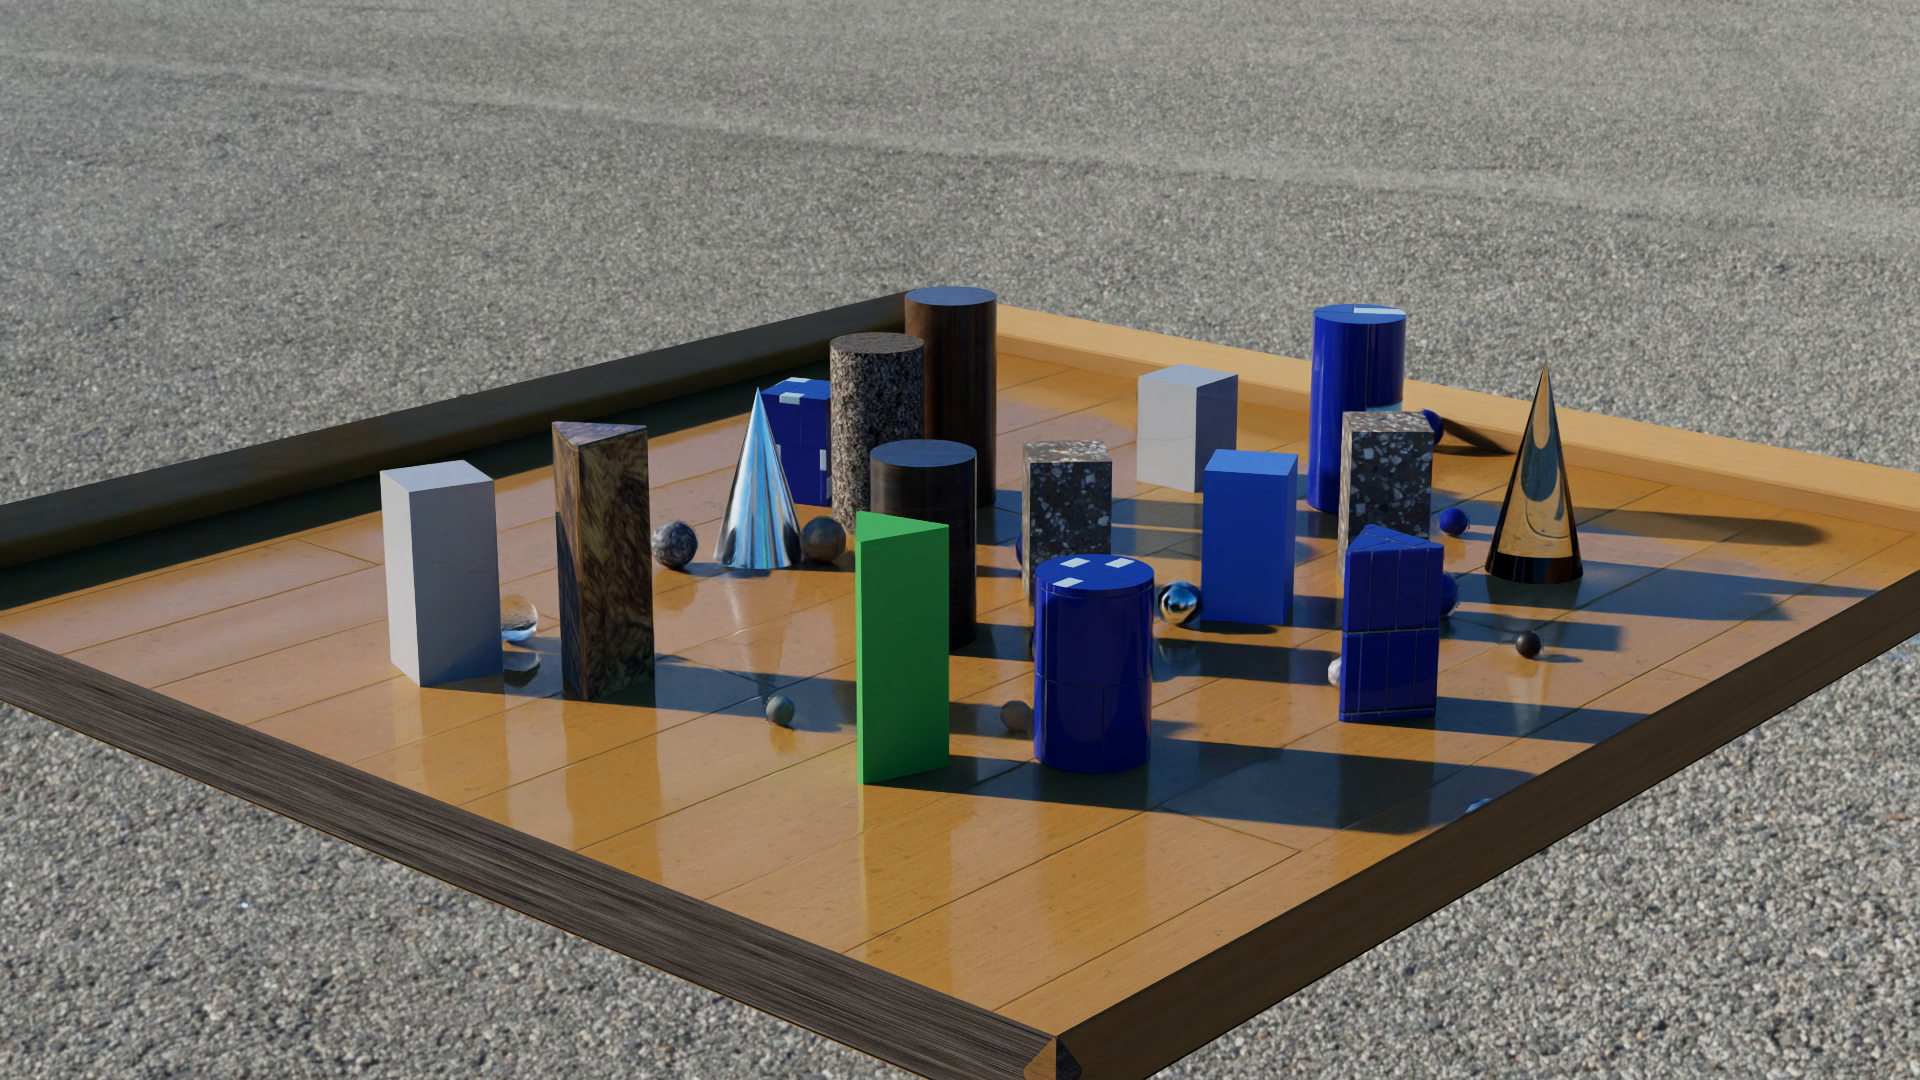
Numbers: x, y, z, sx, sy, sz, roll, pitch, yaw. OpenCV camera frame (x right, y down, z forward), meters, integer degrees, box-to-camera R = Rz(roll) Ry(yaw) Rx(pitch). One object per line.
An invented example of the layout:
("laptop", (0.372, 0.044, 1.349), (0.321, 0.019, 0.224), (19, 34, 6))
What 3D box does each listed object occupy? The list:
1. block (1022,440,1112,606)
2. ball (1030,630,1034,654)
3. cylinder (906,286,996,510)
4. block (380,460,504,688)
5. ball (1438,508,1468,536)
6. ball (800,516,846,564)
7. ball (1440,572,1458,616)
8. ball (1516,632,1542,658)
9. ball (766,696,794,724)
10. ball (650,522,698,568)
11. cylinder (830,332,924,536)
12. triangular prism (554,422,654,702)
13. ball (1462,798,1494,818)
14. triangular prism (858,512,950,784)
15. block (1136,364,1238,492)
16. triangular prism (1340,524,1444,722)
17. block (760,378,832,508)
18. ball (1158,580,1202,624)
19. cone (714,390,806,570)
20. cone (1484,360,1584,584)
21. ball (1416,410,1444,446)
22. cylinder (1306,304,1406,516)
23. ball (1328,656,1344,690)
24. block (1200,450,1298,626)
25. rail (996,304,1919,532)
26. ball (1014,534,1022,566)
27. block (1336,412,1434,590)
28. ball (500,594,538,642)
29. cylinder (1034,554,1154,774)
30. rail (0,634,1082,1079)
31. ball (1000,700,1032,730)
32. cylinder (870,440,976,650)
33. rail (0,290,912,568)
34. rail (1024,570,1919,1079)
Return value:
("block", (0.184, -0.030, 5.074), (0.140, 0.255, 0.140), (-1, 17, -4))
("ball", (0.156, 0.165, 4.721), (0.087, 0.087, 0.087), (0, 17, 0))
("cylinder", (-0.017, -0.272, 5.619), (0.175, 0.401, 0.175), (0, 17, 0))
("block", (-0.829, 0.052, 4.691), (0.140, 0.322, 0.140), (-9, 19, -28))
("ball", (0.915, -0.034, 5.435), (0.053, 0.053, 0.053), (0, 17, 0))
("ball", (-0.246, 0.000, 5.269), (0.084, 0.084, 0.084), (0, 17, 0))
("ball", (0.807, 0.092, 4.979), (0.078, 0.078, 0.078), (0, 17, 0))
("ball", (0.927, 0.170, 4.783), (0.042, 0.042, 0.042), (0, 17, 0))
("ball", (-0.274, 0.260, 4.482), (0.044, 0.044, 0.044), (0, 17, 0))
("ball", (-0.512, 0.008, 5.244), (0.083, 0.083, 0.083), (0, 17, 0))
("cylinder", (-0.154, -0.198, 5.467), (0.175, 0.348, 0.175), (0, 17, 0))
("triangular prism", (-0.587, 0.025, 4.621), (0.131, 0.414, 0.151), (14, 22, 38))
("ball", (0.722, 0.388, 4.027), (0.064, 0.064, 0.064), (0, 17, 0))
("triangular prism", (-0.114, 0.150, 4.286), (0.151, 0.368, 0.131), (-10, 20, -30))
("block", (0.448, -0.222, 5.779), (0.140, 0.212, 0.140), (14, 22, 38))
("triangular prism", (0.648, 0.125, 4.531), (0.151, 0.274, 0.131), (-3, 17, -9))
("block", (-0.294, -0.191, 5.678), (0.140, 0.212, 0.140), (7, 18, 21))
("ball", (0.371, 0.105, 4.939), (0.075, 0.075, 0.075), (0, 17, 0))
("cone", (-0.361, -0.124, 5.281), (0.175, 0.314, 0.175), (0, 17, 0))
("cone", (1.026, -0.134, 5.186), (0.175, 0.389, 0.175), (0, 17, 0))
("ball", (0.955, -0.228, 6.027), (0.081, 0.081, 0.081), (0, 17, 0))
("cylinder", (0.755, -0.248, 5.589), (0.175, 0.374, 0.175), (0, 17, 0))
("ball", (0.607, 0.211, 4.631), (0.052, 0.052, 0.052), (0, 17, 0))
("block", (0.491, -0.006, 4.981), (0.140, 0.263, 0.140), (4, 17, 13))
("rail", (0.915, -0.278, 6.131), (2.745, 0.114, 0.045), (14, 22, 39))
("ball", (0.140, 0.016, 5.214), (0.086, 0.086, 0.086), (0, 17, 0))
("block", (0.743, -0.067, 5.134), (0.140, 0.291, 0.140), (0, 17, 1))
("ball", (-0.738, 0.130, 4.851), (0.078, 0.078, 0.078), (0, 17, 0))
("cylinder", (0.197, 0.182, 4.330), (0.175, 0.283, 0.175), (0, 17, 0))
("rail", (-0.915, 0.335, 4.113), (2.745, 0.114, 0.045), (14, 22, 39))
("ball", (0.085, 0.266, 4.458), (0.047, 0.047, 0.047), (0, 17, 0))
("cylinder", (-0.060, 0.008, 4.844), (0.175, 0.315, 0.175), (0, 17, 0))
("rail", (-1.019, -0.229, 5.968), (0.045, 0.114, 2.840), (14, 22, 39))
("rail", (1.019, 0.285, 4.276), (0.045, 0.114, 2.840), (14, 22, 39))
